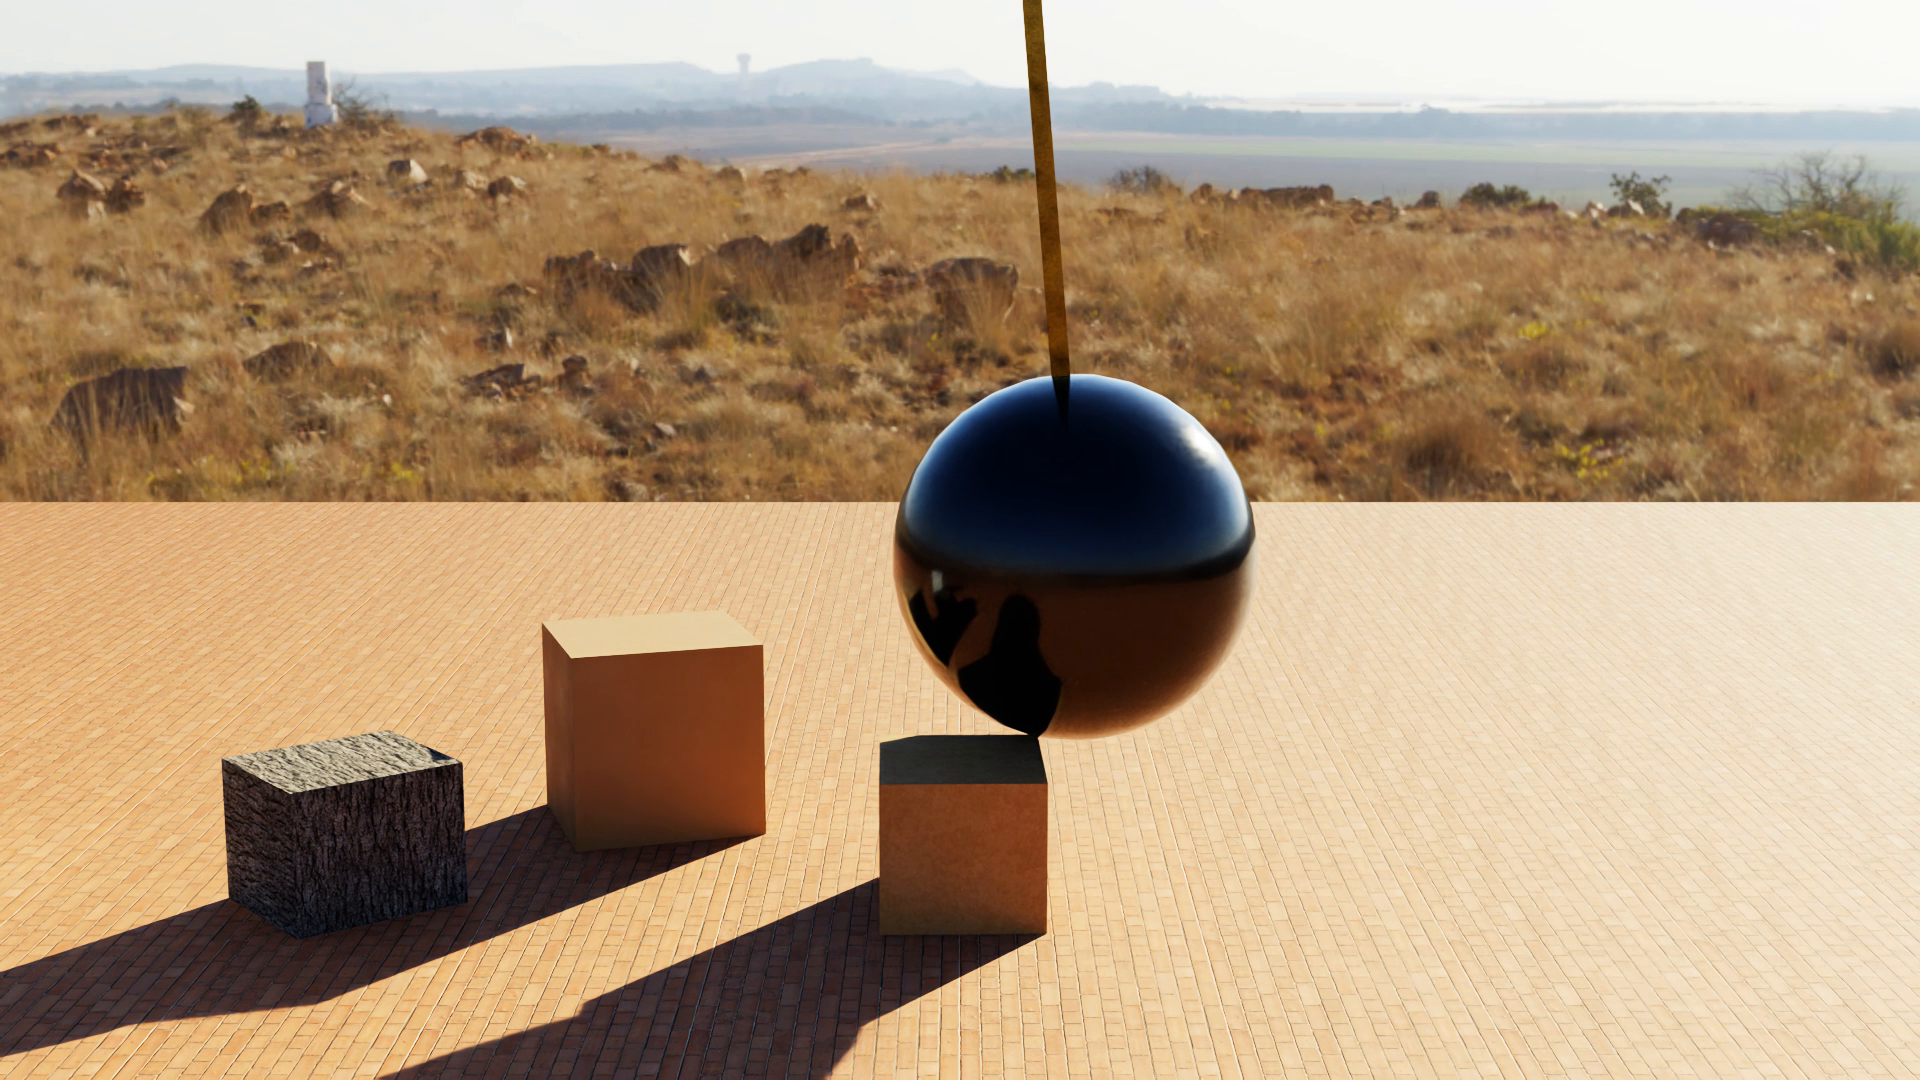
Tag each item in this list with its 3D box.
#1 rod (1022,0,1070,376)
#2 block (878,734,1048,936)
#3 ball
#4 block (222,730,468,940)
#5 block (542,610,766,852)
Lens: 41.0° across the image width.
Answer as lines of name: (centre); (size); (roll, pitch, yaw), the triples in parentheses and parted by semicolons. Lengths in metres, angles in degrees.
rod: (0.217, -3.259, 10.588); (0.080, 5.200, 0.080); (-5, 10, 1)
block: (0.004, 1.243, 10.935); (0.692, 0.642, 0.799); (0, 10, -1)
ball: (0.501, 0.074, 11.194); (1.600, 1.600, 1.600); (0, 10, 0)
block: (-2.635, 1.244, 10.987); (0.778, 0.621, 0.699); (-8, 13, -38)
block: (-1.459, 0.884, 12.168); (0.890, 0.908, 0.826); (-3, 11, -18)
